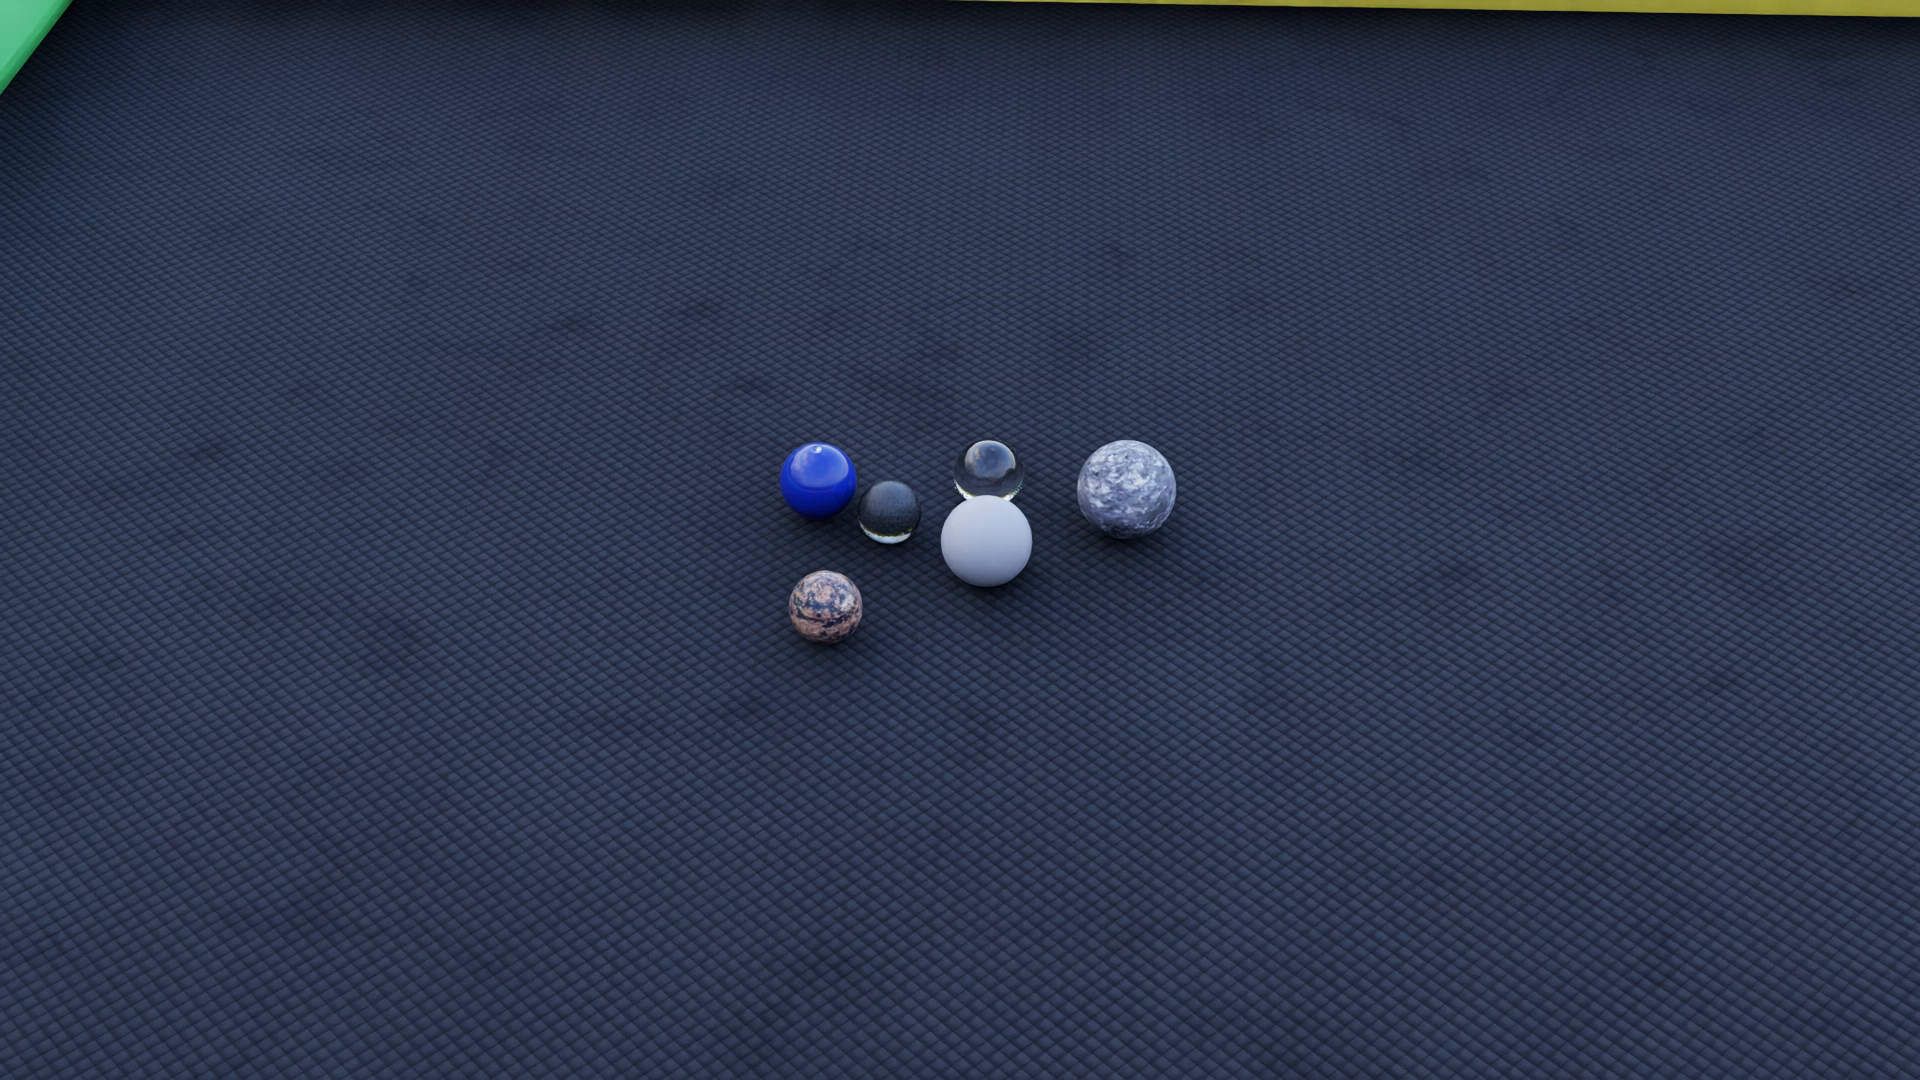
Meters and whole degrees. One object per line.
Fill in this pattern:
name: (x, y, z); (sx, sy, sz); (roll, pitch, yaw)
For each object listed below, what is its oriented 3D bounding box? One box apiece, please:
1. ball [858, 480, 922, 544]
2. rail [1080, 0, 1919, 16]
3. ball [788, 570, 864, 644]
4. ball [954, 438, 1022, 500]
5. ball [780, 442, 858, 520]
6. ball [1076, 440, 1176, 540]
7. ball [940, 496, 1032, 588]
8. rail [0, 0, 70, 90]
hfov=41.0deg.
ball: (-0.048, -0.019, 1.744); (0.044, 0.044, 0.044); (0, 36, 0)
rail: (0.931, -0.532, 2.386); (3.576, 0.117, 0.045); (1, 36, 2)
ball: (-0.086, 0.043, 1.654); (0.048, 0.048, 0.048); (0, 36, 0)
ball: (0.020, -0.046, 1.778); (0.048, 0.048, 0.048); (0, 36, 0)
ball: (-0.098, -0.041, 1.765); (0.053, 0.053, 0.053); (0, 36, 0)
ball: (0.113, -0.034, 1.744); (0.068, 0.068, 0.068); (0, 36, 0)
ball: (0.018, 0.001, 1.702); (0.061, 0.061, 0.061); (0, 36, 0)
rail: (-0.870, -0.048, 1.719); (0.045, 0.117, 1.845); (1, 36, 2)
